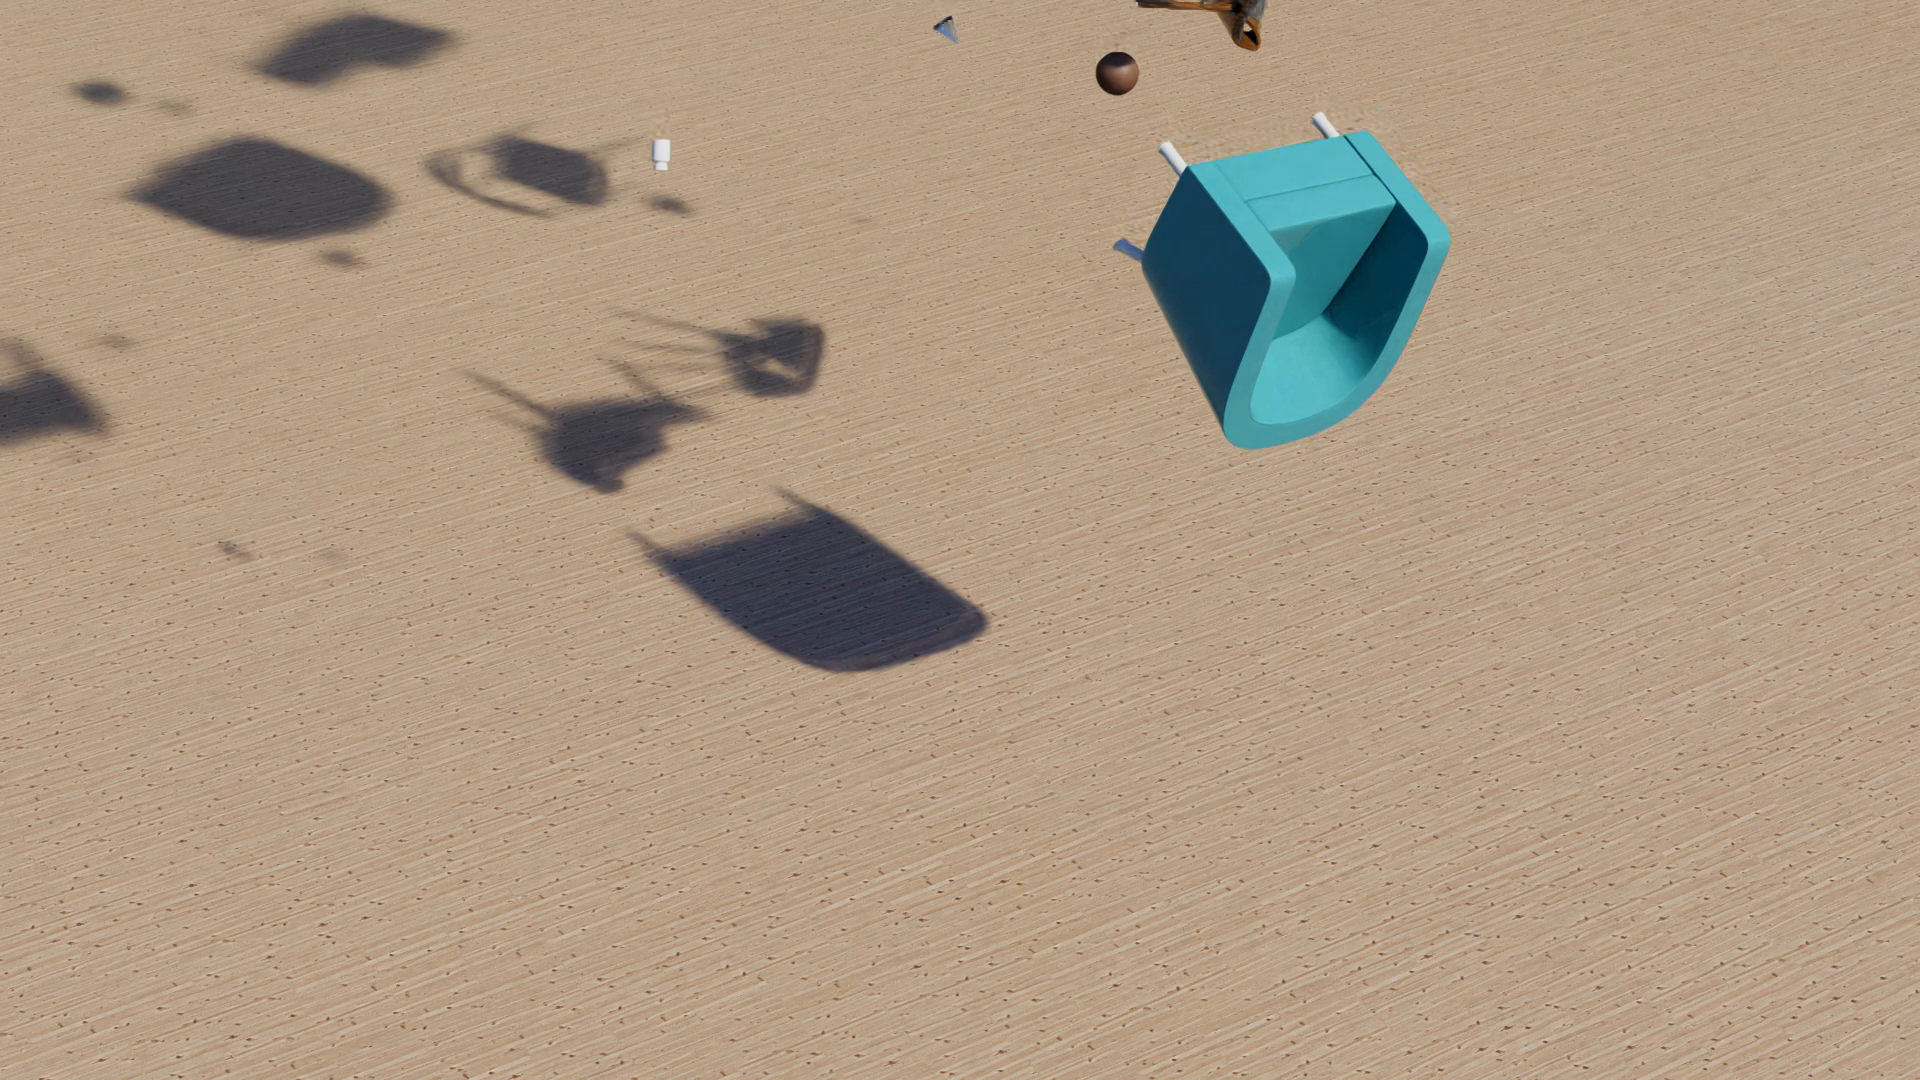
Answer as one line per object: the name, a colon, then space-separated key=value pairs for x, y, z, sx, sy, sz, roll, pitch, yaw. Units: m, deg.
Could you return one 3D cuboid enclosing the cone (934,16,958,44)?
cone: x=-0.025 y=-1.335 z=7.726 sx=0.073 sy=0.042 sz=0.074 roll=-35 pitch=89 yaw=-37
